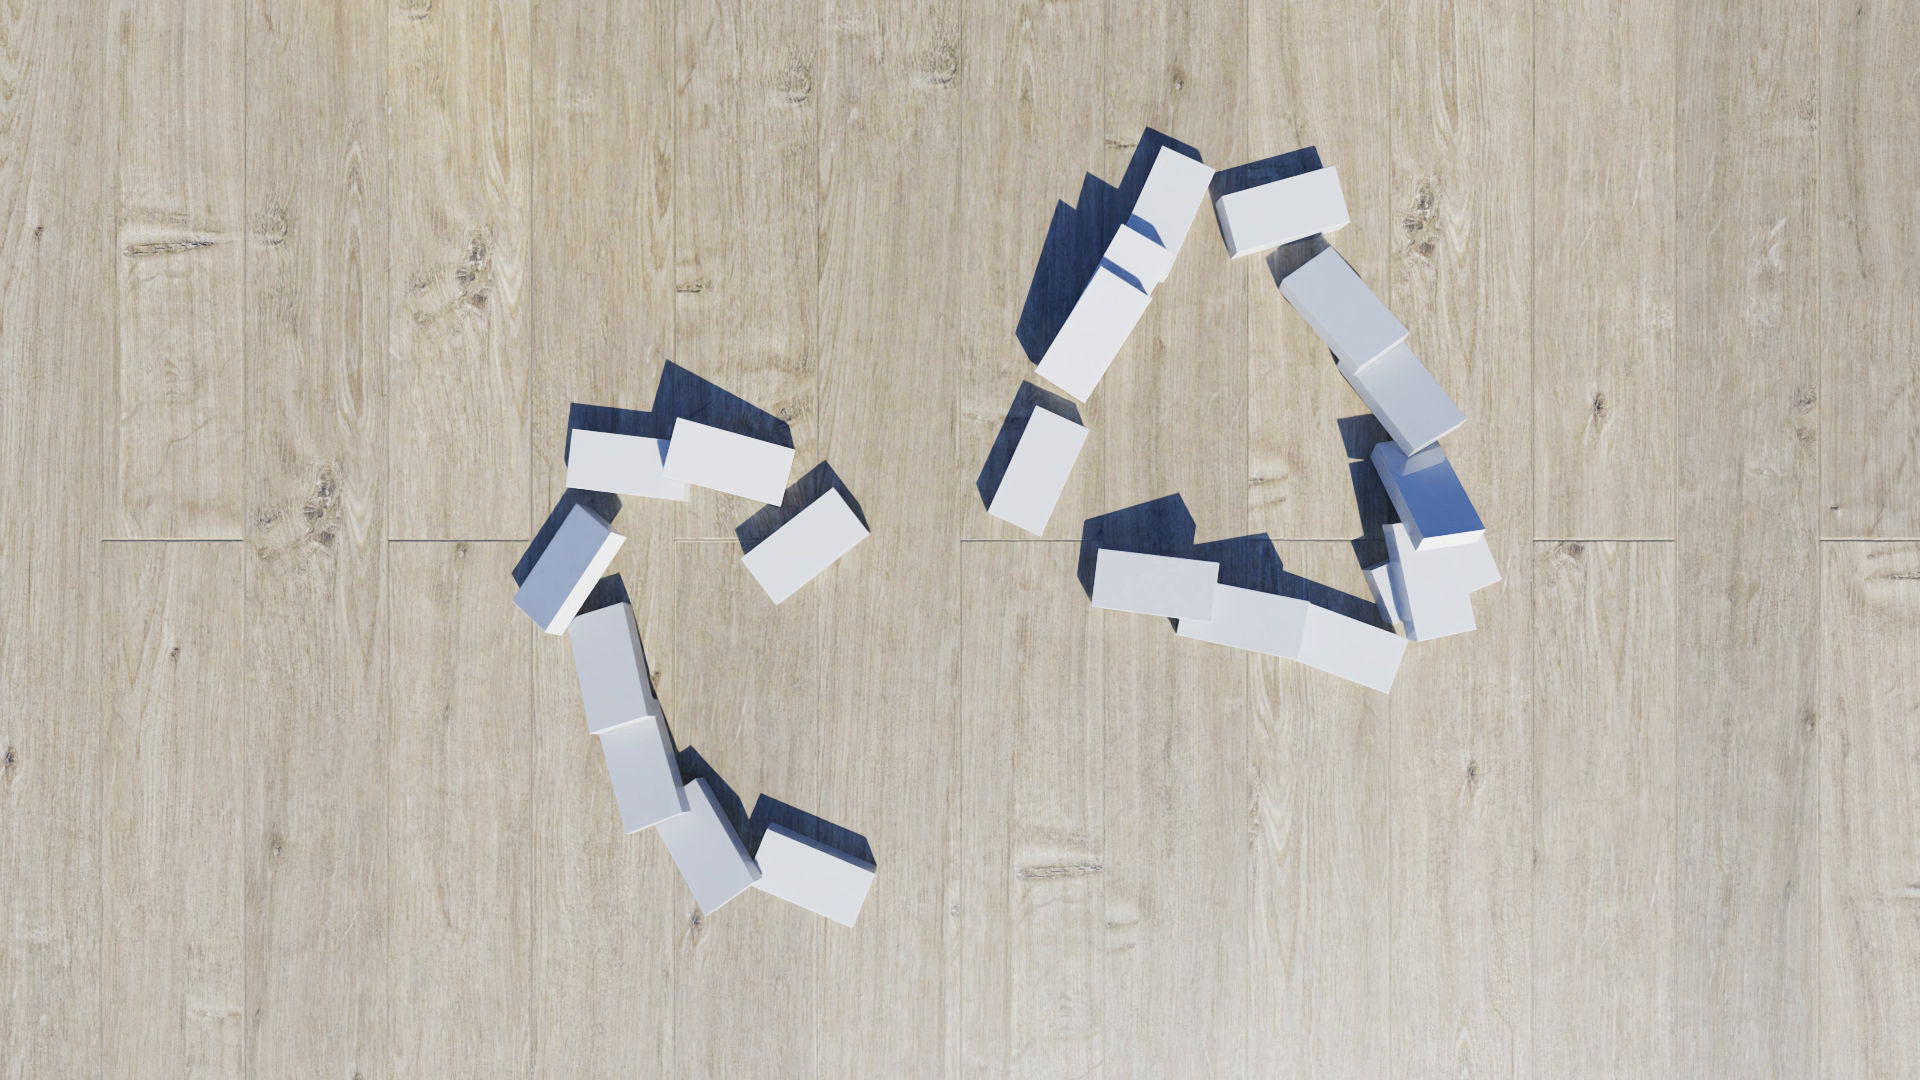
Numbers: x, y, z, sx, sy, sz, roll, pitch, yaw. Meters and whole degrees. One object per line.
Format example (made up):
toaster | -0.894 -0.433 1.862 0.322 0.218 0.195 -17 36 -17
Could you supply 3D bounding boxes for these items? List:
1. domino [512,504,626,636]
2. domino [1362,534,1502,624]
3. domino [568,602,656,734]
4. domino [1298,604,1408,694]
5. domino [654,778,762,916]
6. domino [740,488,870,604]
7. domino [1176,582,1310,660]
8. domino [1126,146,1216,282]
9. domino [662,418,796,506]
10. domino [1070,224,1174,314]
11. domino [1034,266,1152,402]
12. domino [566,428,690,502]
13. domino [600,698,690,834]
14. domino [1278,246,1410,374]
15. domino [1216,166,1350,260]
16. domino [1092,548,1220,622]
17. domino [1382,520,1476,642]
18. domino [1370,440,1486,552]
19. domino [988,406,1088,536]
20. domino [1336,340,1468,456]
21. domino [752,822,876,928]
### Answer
domino | -0.167 0.012 0.391 0.025 0.010 0.050 34 90 25
domino | 0.203 0.015 0.395 0.050 0.010 0.025 -23 90 0
domino | -0.148 0.054 0.390 0.025 0.009 0.050 -17 77 0
domino | 0.163 0.045 0.395 0.050 0.009 0.025 20 90 0
domino | -0.109 0.130 0.390 0.025 0.009 0.050 -35 77 0
domino | -0.066 0.003 0.395 0.050 0.009 0.025 -38 90 0
domino | 0.120 0.033 0.390 0.050 0.009 0.025 11 90 13
domino | 0.087 -0.140 0.395 0.025 0.009 0.050 24 90 0
domino | -0.098 -0.033 0.390 0.050 0.010 0.025 15 88 -12
domino | 0.066 -0.105 0.389 0.025 0.009 0.050 30 104 0
domino | 0.056 -0.086 0.385 0.025 0.010 0.050 32 104 -1
domino | -0.142 -0.032 0.395 0.050 0.009 0.025 7 90 0
domino | -0.135 0.096 0.390 0.025 0.010 0.050 -21 76 0
domino | 0.163 -0.098 0.390 0.025 0.009 0.050 -35 76 0
domino | 0.139 -0.141 0.395 0.050 0.010 0.025 -15 90 0
domino | 0.083 0.019 0.389 0.050 0.009 0.025 7 89 14
domino | 0.197 0.015 0.386 0.025 0.009 0.050 -12 90 0
domino | 0.194 -0.020 0.382 0.025 0.009 0.050 -8 56 0
domino | 0.033 -0.030 0.395 0.025 0.009 0.050 24 90 0
domino | 0.187 -0.063 0.389 0.025 0.009 0.050 -31 74 0
domino | -0.064 0.144 0.395 0.050 0.009 0.025 23 90 0
